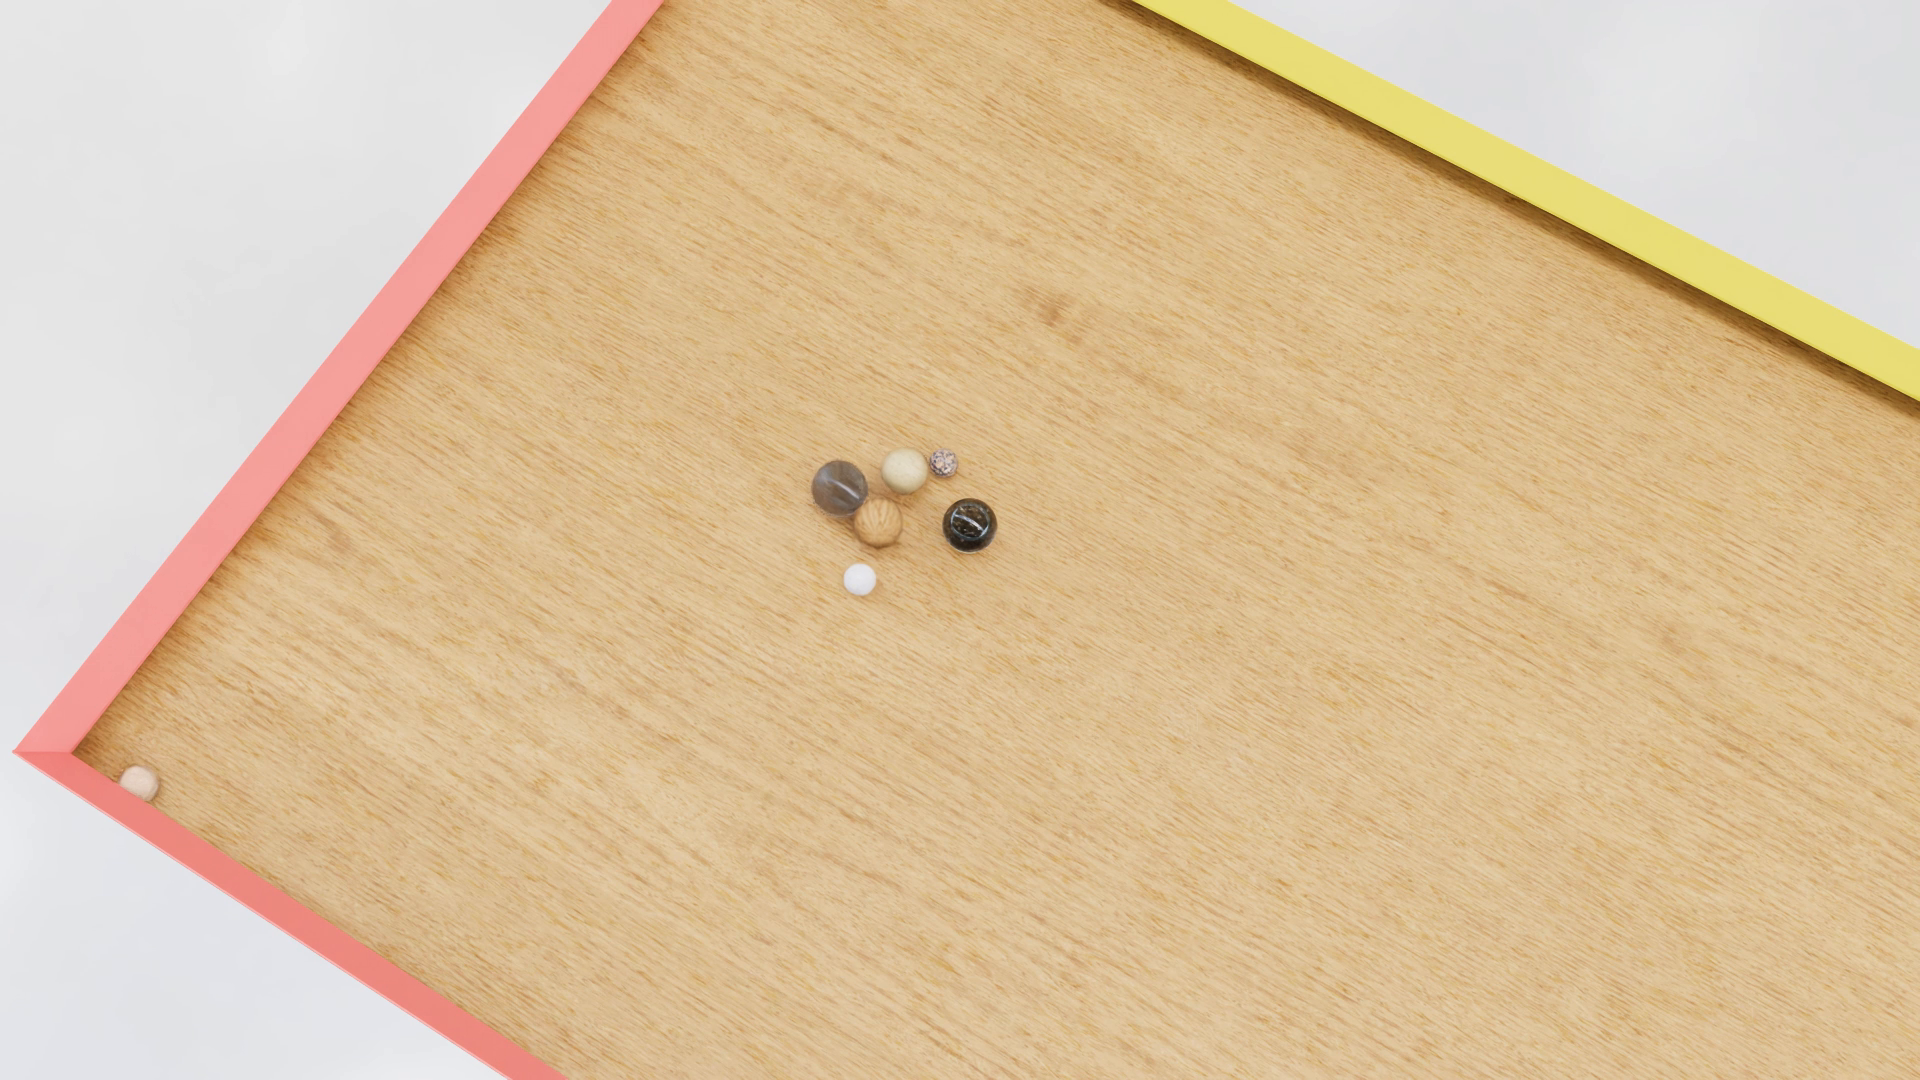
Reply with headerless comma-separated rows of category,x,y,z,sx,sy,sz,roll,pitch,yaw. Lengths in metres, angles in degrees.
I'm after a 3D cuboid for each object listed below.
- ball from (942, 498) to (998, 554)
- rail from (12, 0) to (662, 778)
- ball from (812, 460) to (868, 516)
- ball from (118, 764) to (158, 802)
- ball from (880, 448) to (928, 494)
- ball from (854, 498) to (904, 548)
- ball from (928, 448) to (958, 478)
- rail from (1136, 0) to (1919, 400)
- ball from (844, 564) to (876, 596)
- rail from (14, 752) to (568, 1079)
ball,0.016,-0.023,3.469,0.089,0.089,0.089,0,69,0
rail,-0.836,-0.487,3.633,0.045,0.117,2.102,30,72,11
ball,-0.191,-0.082,3.491,0.090,0.090,0.090,0,69,0
ball,-1.245,0.370,3.332,0.059,0.059,0.059,0,69,0
ball,-0.089,-0.109,3.510,0.075,0.075,0.075,0,69,0
ball,-0.128,-0.027,3.476,0.079,0.079,0.079,0,69,0
ball,-0.027,-0.124,3.530,0.048,0.048,0.048,0,69,0
rail,1.394,-0.334,3.574,4.018,0.117,0.045,30,72,11
ball,-0.157,0.062,3.456,0.051,0.051,0.051,0,69,0
rail,0.318,1.298,2.939,4.018,0.117,0.045,30,72,11
